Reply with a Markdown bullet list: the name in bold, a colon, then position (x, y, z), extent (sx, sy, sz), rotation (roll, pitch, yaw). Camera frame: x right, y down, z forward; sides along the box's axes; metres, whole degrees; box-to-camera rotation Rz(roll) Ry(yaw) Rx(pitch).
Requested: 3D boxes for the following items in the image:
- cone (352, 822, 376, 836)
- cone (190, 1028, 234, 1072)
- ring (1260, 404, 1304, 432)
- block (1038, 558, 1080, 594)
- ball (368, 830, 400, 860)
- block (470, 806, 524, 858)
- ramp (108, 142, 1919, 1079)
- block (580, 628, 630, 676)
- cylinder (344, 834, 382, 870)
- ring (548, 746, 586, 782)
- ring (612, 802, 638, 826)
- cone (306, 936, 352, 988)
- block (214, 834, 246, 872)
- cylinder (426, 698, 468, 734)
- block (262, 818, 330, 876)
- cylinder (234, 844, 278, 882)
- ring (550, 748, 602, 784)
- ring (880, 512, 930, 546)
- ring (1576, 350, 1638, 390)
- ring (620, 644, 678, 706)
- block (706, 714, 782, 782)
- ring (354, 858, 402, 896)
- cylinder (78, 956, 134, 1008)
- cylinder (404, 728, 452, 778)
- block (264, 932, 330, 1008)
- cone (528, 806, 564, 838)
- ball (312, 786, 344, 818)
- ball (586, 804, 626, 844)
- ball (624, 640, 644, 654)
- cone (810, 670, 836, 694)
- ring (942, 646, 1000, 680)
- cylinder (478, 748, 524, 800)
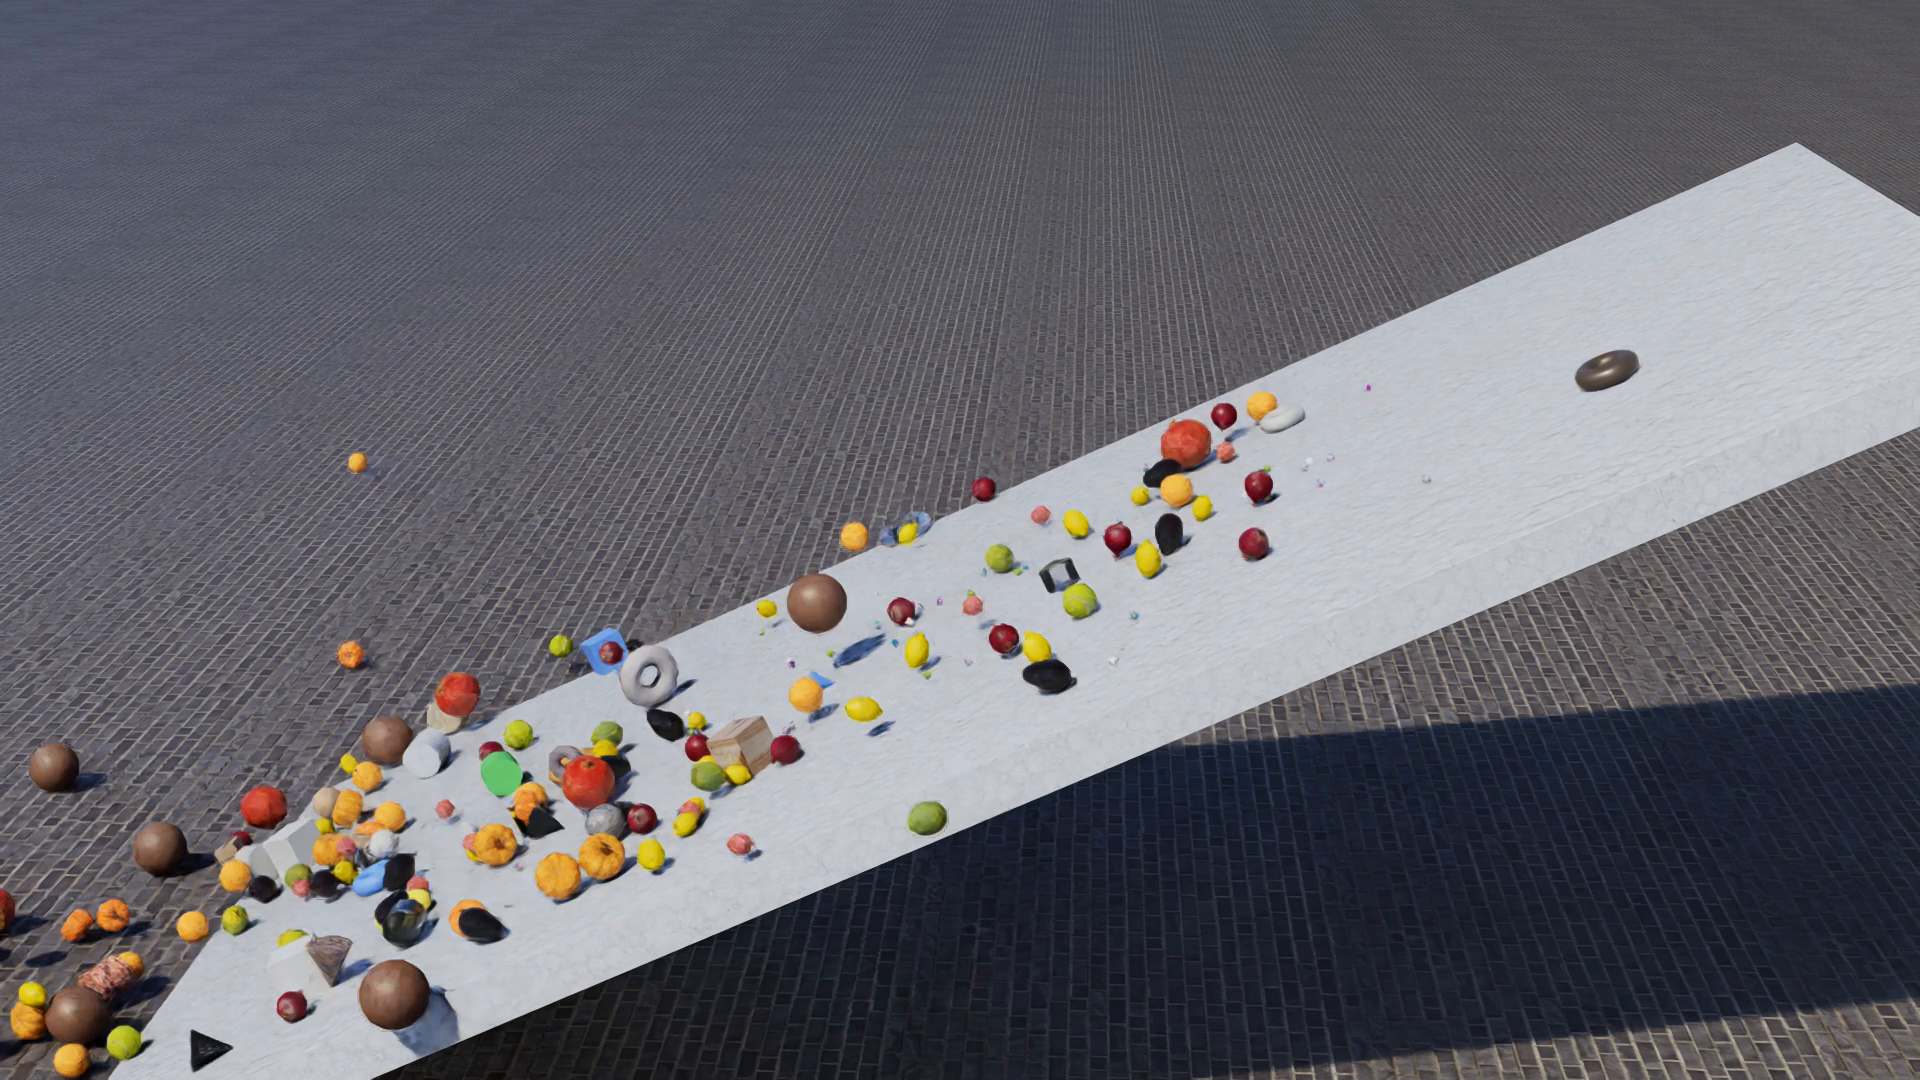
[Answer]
- **cone**: position (-1.386, 0.682, 6.860), extent (0.057, 0.057, 0.057), rotation (0, 15, -10)
- **cone**: position (-1.460, 0.995, 5.752), extent (0.083, 0.083, 0.083), rotation (-1, 15, -15)
- **ring**: position (0.724, -0.273, 6.605), extent (0.103, 0.034, 0.103), rotation (-24, 14, 6)
- **block**: position (0.209, 0.074, 6.175), extent (0.052, 0.052, 0.052), rotation (-36, 16, -37)
- **ball**: position (-1.263, 0.670, 6.457), extent (0.067, 0.067, 0.067), rotation (0, 16, 0)
- **block**: position (-0.983, 0.618, 6.244), extent (0.075, 0.075, 0.075), rotation (-30, 14, -19)
- **ramp**: position (0.135, 0.169, 6.283), extent (4.000, 0.100, 2.000), rotation (-24, 13, 9)
- **block**: position (-0.886, 0.280, 7.362), extent (0.084, 0.084, 0.084), rotation (-31, 14, -20)
- **cylinder**: position (-1.320, 0.696, 6.537), extent (0.070, 0.070, 0.070), rotation (-13, 21, -38)
- **ring**: position (-0.859, 0.489, 6.432), extent (0.086, 0.086, 0.029), rotation (4, 23, 15)
- **ring**: position (-0.709, 0.570, 6.002), extent (0.111, 0.037, 0.111), rotation (-23, 14, 6)
- **cone**: position (-1.250, 0.846, 5.836), extent (0.092, 0.092, 0.092), rotation (1, 15, 0)
- **block**: position (-1.792, 0.772, 7.248), extent (0.057, 0.057, 0.057), rotation (-28, 14, 11)
- **cylinder**: position (-1.308, 0.450, 7.504), extent (0.092, 0.092, 0.092), rotation (0, -4, 0)
- **block**: position (-1.552, 0.719, 6.880), extent (0.092, 0.092, 0.092), rotation (-15, 17, 38)
- **cylinder**: position (-1.648, 0.759, 6.912), extent (0.087, 0.087, 0.087), rotation (-12, 2, -37)
- **ring**: position (-0.854, 0.502, 6.528), extent (0.125, 0.042, 0.125), rotation (-25, 12, 5)
- **ring**: position (-0.135, -0.028, 7.239), extent (0.134, 0.045, 0.134), rotation (-26, 13, 6)
- **ring**: position (1.274, -0.335, 5.790), extent (0.129, 0.043, 0.129), rotation (-24, 14, 6)
- **ring**: position (-0.715, 0.312, 6.762), extent (0.146, 0.146, 0.049), rotation (-11, 17, -33)
- **block**: position (-0.438, 0.421, 5.951), extent (0.091, 0.091, 0.091), rotation (-13, 18, 44)
- **ring**: position (-1.269, 0.734, 6.407), extent (0.116, 0.039, 0.116), rotation (-26, 14, 7)
- **cylinder**: position (-1.886, 0.976, 6.494), extent (0.085, 0.085, 0.085), rotation (10, 24, 32)
- **cylinder**: position (-1.300, 0.520, 7.177), extent (0.093, 0.093, 0.093), rotation (2, 19, 7)
- **block**: position (-1.319, 0.860, 5.883), extent (0.095, 0.095, 0.095), rotation (-26, 13, 1)
- **cone**: position (-0.861, 0.600, 6.181), extent (0.071, 0.071, 0.071), rotation (9, 18, 18)
- **ball**: position (-1.547, 0.643, 7.201), extent (0.078, 0.078, 0.078), rotation (0, 16, 0)
- **ball**: position (-0.711, 0.571, 5.903), extent (0.081, 0.081, 0.081), rotation (0, 16, 0)
- **ball**: position (-0.827, 0.287, 7.449), extent (0.070, 0.070, 0.070), rotation (0, 16, 0)
- **cone**: position (-0.293, 0.305, 6.280), extent (0.054, 0.054, 0.054), rotation (2, 16, 1)
- **ring**: position (0.024, 0.250, 5.940), extent (0.127, 0.042, 0.127), rotation (-8, 16, 2)
- **cylinder**: position (-1.041, 0.530, 6.670), extent (0.086, 0.086, 0.086), rotation (-7, 28, -22)
